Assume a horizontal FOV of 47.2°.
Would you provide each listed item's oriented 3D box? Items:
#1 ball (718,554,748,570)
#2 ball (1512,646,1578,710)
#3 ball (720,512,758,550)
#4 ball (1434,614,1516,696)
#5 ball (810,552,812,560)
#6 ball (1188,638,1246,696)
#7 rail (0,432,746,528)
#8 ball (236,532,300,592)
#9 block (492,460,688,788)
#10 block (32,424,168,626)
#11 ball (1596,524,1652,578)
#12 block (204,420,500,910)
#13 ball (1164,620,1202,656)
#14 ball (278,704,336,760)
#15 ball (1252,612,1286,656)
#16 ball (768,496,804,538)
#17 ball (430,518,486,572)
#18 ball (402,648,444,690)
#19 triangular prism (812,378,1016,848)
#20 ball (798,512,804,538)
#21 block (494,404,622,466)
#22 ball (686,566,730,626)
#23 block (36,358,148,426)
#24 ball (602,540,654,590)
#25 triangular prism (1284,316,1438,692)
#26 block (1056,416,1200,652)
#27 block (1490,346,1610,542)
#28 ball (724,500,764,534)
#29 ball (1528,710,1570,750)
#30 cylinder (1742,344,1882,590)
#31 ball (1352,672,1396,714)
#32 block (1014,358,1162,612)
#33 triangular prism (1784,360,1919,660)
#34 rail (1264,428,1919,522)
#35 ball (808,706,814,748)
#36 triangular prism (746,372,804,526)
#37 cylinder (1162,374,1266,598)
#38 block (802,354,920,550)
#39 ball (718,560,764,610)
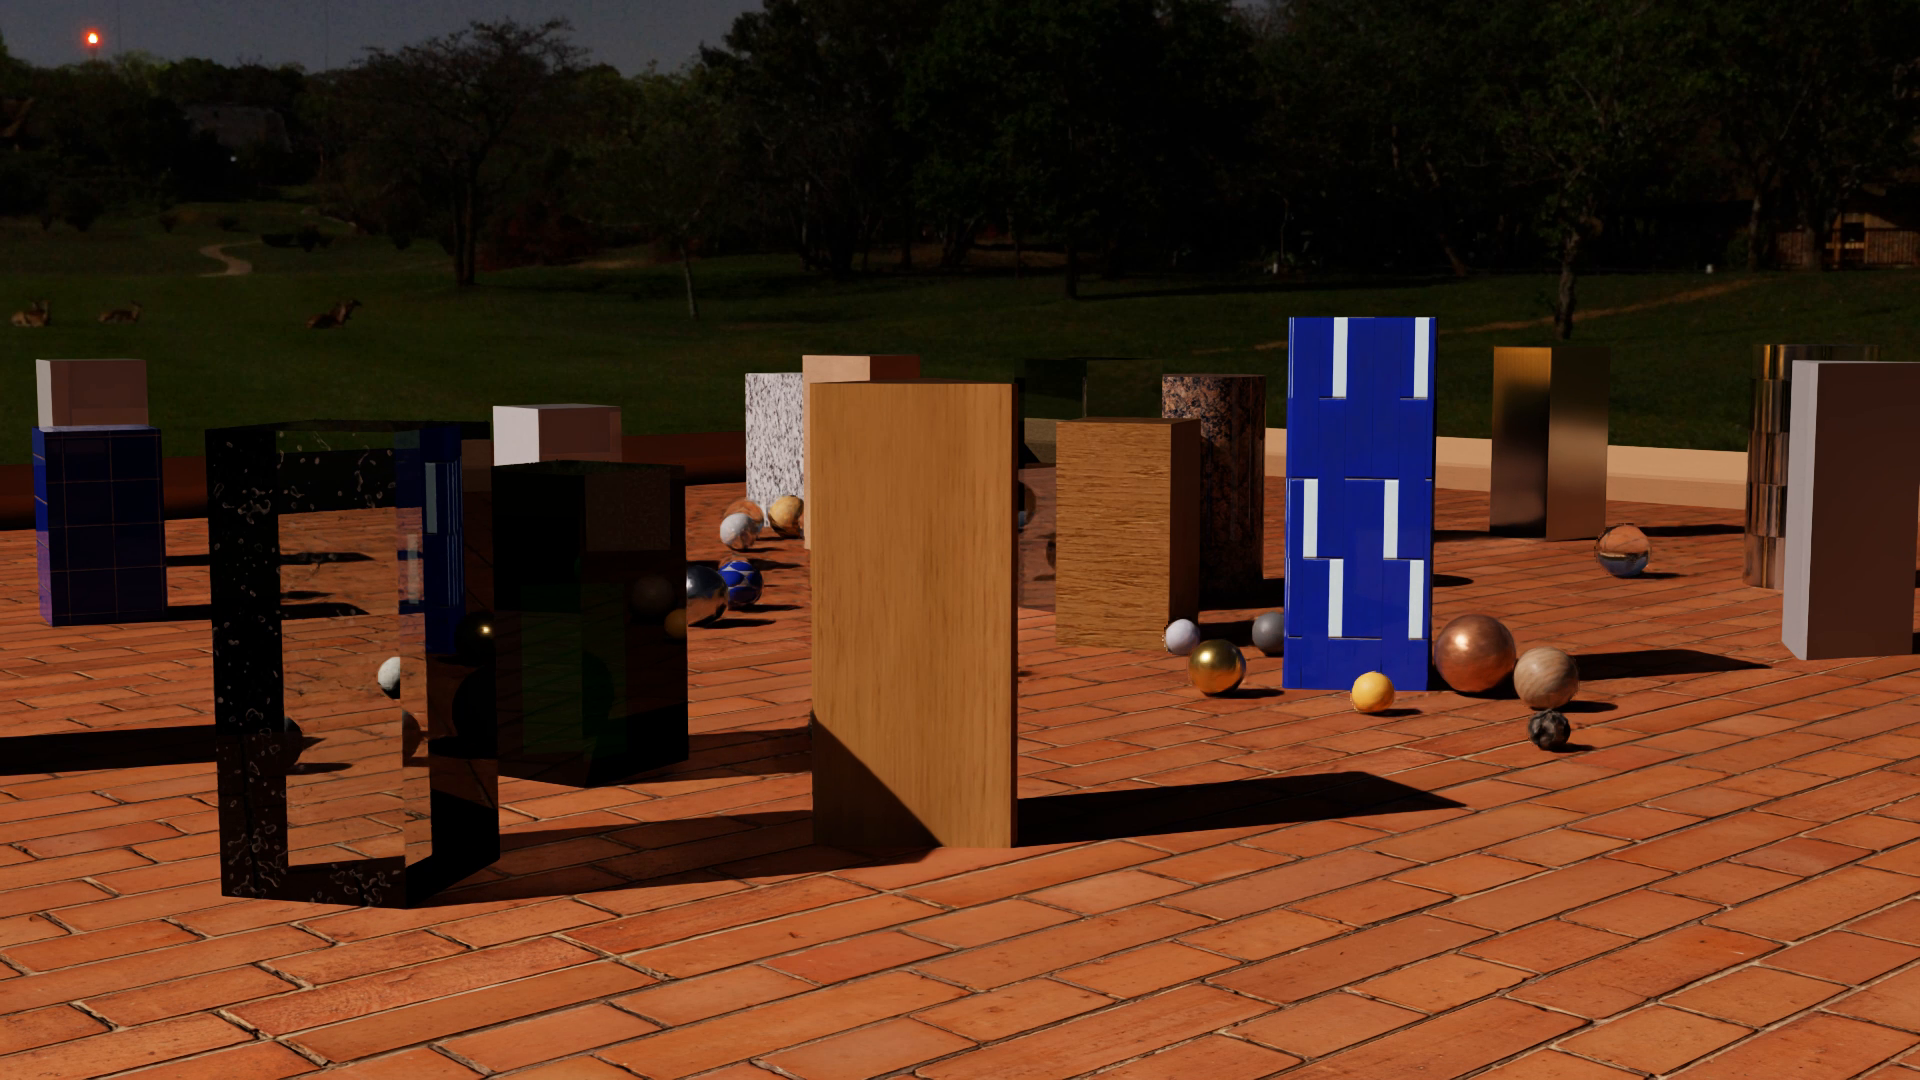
[{"bbox_3d":[-0.363,0.049,3.536,0.054,0.054,0.054,0,6,0],"label":"ball"},{"bbox_3d":[0.653,0.154,2.451,0.071,0.071,0.071,0,6,0],"label":"ball"},{"bbox_3d":[-0.409,-0.015,4.064,0.070,0.070,0.070,0,6,0],"label":"ball"},{"bbox_3d":[0.596,0.133,2.546,0.094,0.094,0.094,0,6,0],"label":"ball"},{"bbox_3d":[-0.220,0.028,3.696,0.062,0.062,0.062,0,6,0],"label":"ball"},{"bbox_3d":[0.297,0.147,2.541,0.067,0.067,0.067,0,6,0],"label":"ball"},{"bbox_3d":[-1.465,-0.133,4.911,4.708,0.126,0.045,-6,8,-42],"label":"rail"},{"bbox_3d":[-1.090,0.035,3.461,0.097,0.097,0.097,0,6,0],"label":"ball"},{"bbox_3d":[-0.376,0.075,2.141,0.155,0.292,0.155,4,7,32],"label":"block"},{"bbox_3d":[-1.246,-0.025,3.183,0.155,0.274,0.155,-3,7,-29],"label":"block"},{"bbox_3d":[1.107,0.018,3.666,0.088,0.088,0.088,0,6,0],"label":"ball"},{"bbox_3d":[-0.468,0.089,1.711,0.155,0.355,0.155,2,6,14],"label":"block"},{"bbox_3d":[0.288,0.126,2.838,0.046,0.046,0.046,0,6,0],"label":"ball"},{"bbox_3d":[-0.648,0.190,2.182,0.055,0.055,0.055,0,6,0],"label":"ball"},{"bbox_3d":[0.405,0.121,2.839,0.056,0.056,0.056,0,6,0],"label":"ball"},{"bbox_3d":[-0.333,-0.045,4.296,0.081,0.081,0.081,0,6,0],"label":"ball"},{"bbox_3d":[-0.849,0.009,3.724,0.094,0.094,0.094,0,6,0],"label":"ball"},{"bbox_3d":[-0.631,0.151,2.586,0.048,0.048,0.048,0,6,0],"label":"ball"},{"bbox_3d":[-0.032,0.056,1.885,0.168,0.384,0.145,0,6,4],"label":"triangular prism"},{"bbox_3d":[-0.273,-0.028,4.176,0.073,0.073,0.073,0,6,0],"label":"ball"},{"bbox_3d":[-0.676,-0.084,3.704,0.155,0.283,0.155,-5,8,-39],"label":"block"},{"bbox_3d":[-0.368,0.078,3.106,0.085,0.085,0.085,0,6,0],"label":"ball"},{"bbox_3d":[-1.511,-0.136,3.841,0.155,0.357,0.155,-4,7,-31],"label":"block"},{"bbox_3d":[-0.528,0.040,3.493,0.081,0.081,0.081,0,6,0],"label":"ball"},{"bbox_3d":[0.475,-0.048,2.631,0.168,0.435,0.145,1,6,7],"label":"triangular prism"},{"bbox_3d":[0.227,-0.012,2.949,0.155,0.297,0.155,2,6,20],"label":"block"},{"bbox_3d":[1.154,-0.192,4.304,0.155,0.372,0.155,-3,7,-29],"label":"block"},{"bbox_3d":[-0.419,-0.040,4.265,0.078,0.078,0.078,0,6,0],"label":"ball"},{"bbox_3d":[0.597,0.192,2.229,0.041,0.041,0.041,0,6,0],"label":"ball"},{"bbox_3d":[1.372,-0.120,3.547,0.194,0.388,0.194,0,6,0],"label":"cylinder"},{"bbox_3d":[0.456,0.169,2.425,0.047,0.047,0.047,0,6,0],"label":"ball"},{"bbox_3d":[0.190,-0.084,3.277,0.155,0.371,0.155,-5,8,-40],"label":"block"},{"bbox_3d":[1.132,-0.044,2.875,0.168,0.377,0.145,-2,6,-17],"label":"triangular prism"},{"bbox_3d":[1.712,-0.132,4.903,0.045,0.126,4.369,-6,8,-42],"label":"rail"},{"bbox_3d":[-0.099,0.179,2.107,0.093,0.093,0.093,0,6,0],"label":"ball"},{"bbox_3d":[-0.332,-0.189,4.561,0.168,0.313,0.145,4,7,33],"label":"triangular prism"},{"bbox_3d":[0.384,-0.090,3.479,0.194,0.341,0.194,0,6,0],"label":"cylinder"},{"bbox_3d":[-0.182,-0.164,4.092,0.155,0.360,0.155,4,7,35],"label":"block"},{"bbox_3d":[-0.329,0.067,3.266,0.073,0.073,0.073,0,6,0],"label":"ball"}]
